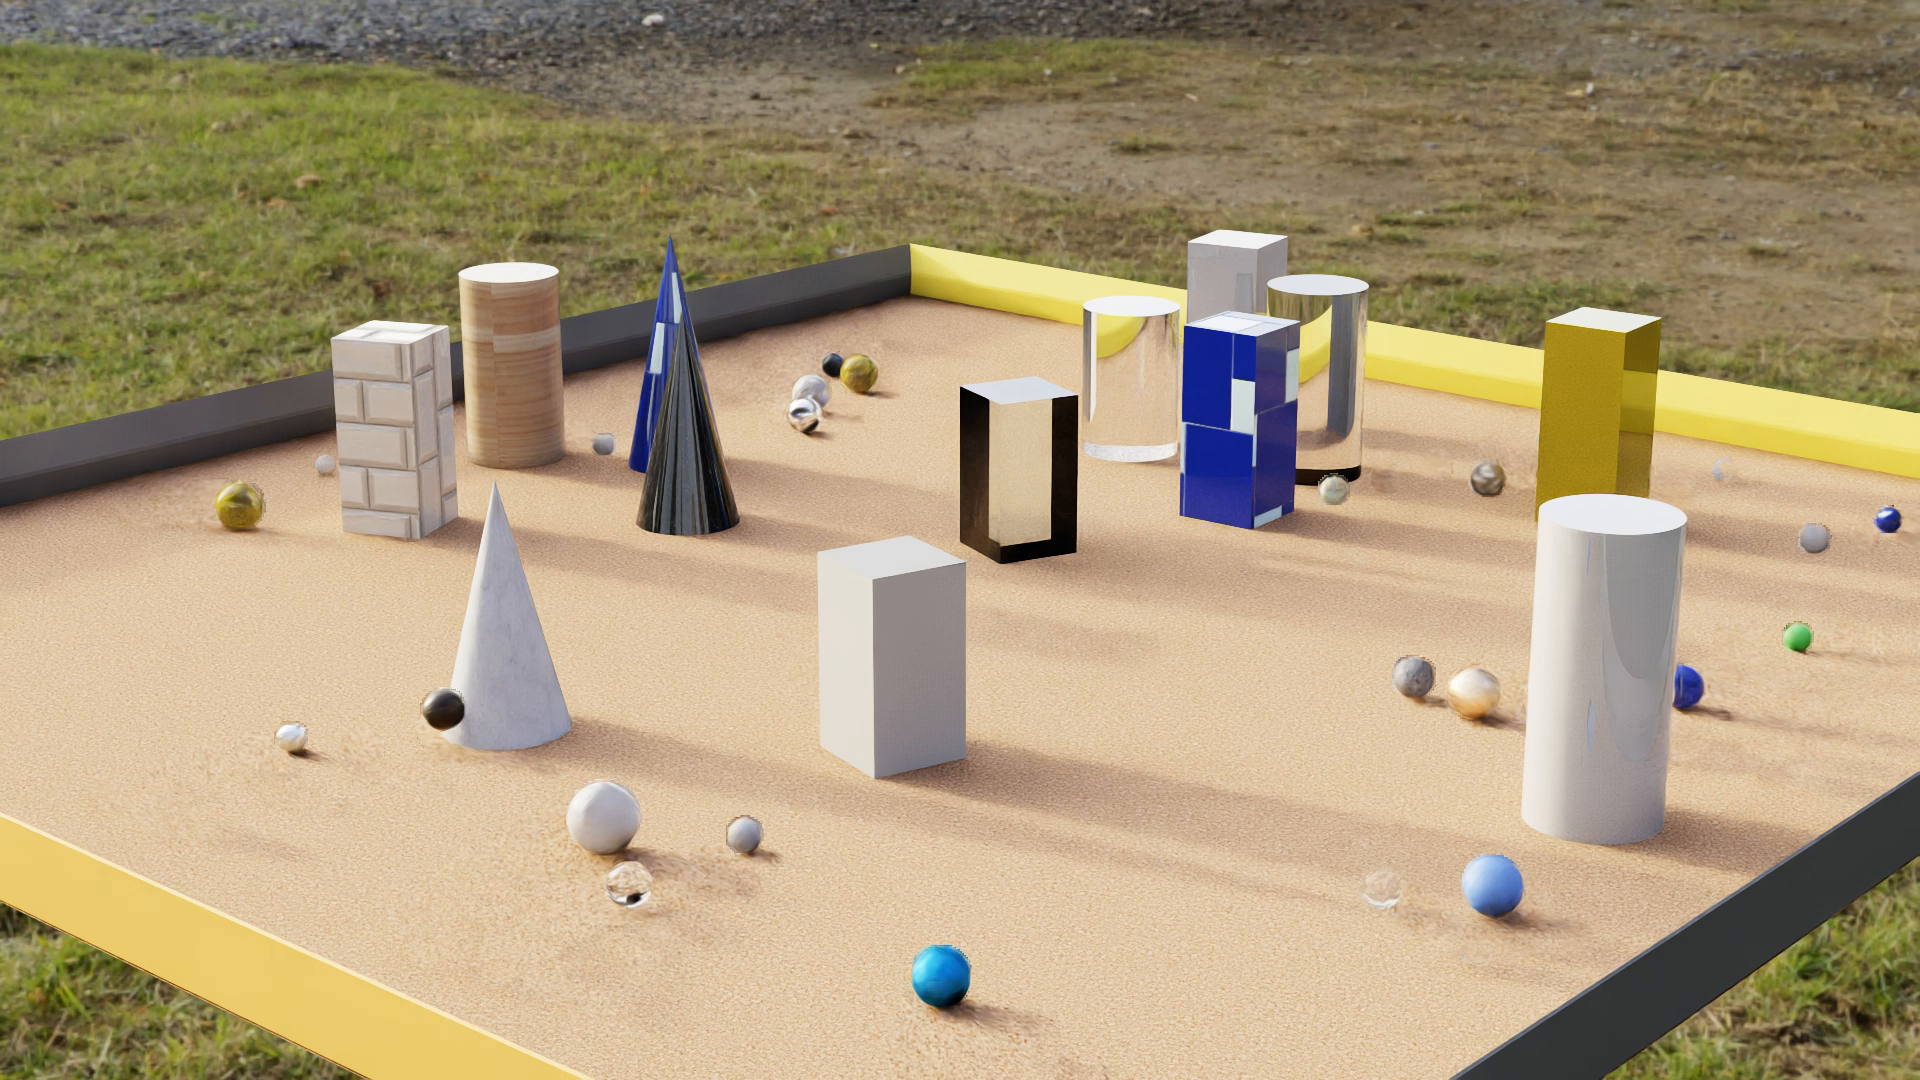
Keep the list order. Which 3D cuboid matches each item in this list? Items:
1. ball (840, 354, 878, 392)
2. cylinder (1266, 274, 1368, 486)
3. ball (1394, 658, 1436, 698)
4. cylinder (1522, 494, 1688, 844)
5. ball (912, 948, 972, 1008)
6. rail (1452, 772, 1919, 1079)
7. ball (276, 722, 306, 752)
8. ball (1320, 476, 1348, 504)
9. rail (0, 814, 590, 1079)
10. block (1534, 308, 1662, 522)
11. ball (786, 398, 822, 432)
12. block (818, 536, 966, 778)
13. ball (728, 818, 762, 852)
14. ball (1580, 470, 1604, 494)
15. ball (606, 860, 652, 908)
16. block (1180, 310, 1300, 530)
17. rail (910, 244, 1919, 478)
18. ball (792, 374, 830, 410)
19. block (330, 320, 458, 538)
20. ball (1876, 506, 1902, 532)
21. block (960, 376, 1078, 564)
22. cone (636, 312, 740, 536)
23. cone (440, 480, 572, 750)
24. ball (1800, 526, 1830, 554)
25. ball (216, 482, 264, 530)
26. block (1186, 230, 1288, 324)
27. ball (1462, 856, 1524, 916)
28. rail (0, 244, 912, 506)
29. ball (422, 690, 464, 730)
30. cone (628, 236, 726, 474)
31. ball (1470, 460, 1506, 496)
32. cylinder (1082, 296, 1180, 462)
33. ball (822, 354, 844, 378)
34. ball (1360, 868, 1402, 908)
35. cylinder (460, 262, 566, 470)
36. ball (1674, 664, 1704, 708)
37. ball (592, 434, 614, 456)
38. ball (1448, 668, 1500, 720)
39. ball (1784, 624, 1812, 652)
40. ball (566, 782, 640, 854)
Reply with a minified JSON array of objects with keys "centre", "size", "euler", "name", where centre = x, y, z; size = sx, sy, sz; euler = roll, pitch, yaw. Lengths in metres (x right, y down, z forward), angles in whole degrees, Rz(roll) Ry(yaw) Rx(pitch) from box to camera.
[{"centre":[-0.224,-0.372,6.542],"size":[0.085,0.085,0.085],"euler":[0,17,0],"name":"ball"},{"centre":[0.707,-0.320,5.850],"size":[0.199,0.385,0.199],"euler":[0,17,0],"name":"cylinder"},{"centre":[0.716,0.217,4.623],"size":[0.064,0.064,0.064],"euler":[0,17,0],"name":"ball"},{"centre":[0.895,0.179,4.086],"size":[0.199,0.448,0.199],"euler":[0,17,0],"name":"cylinder"},{"centre":[-0.023,0.532,3.565],"size":[0.072,0.072,0.072],"euler":[0,17,0],"name":"ball"},{"centre":[1.311,0.361,4.030],"size":[0.045,0.129,3.663],"euler":[14,22,39],"name":"rail"},{"centre":[-1.002,0.296,4.395],"size":[0.045,0.045,0.045],"euler":[0,17,0],"name":"ball"},{"centre":[0.724,-0.096,5.678],"size":[0.055,0.055,0.055],"euler":[0,17,0],"name":"ball"},{"centre":[-1.185,0.426,3.813],"size":[3.520,0.129,0.045],"euler":[14,22,39],"name":"rail"},{"centre":[1.202,-0.225,5.529],"size":[0.159,0.389,0.159],"euler":[12,21,35],"name":"block"},{"centre":[-0.329,-0.264,6.203],"size":[0.075,0.075,0.075],"euler":[0,17,0],"name":"ball"},{"centre":[-0.101,0.171,4.355],"size":[0.159,0.306,0.159],"euler":[-10,20,-31],"name":"block"},{"centre":[-0.296,0.406,4.027],"size":[0.047,0.047,0.047],"euler":[0,17,0],"name":"ball"},{"centre":[1.240,-0.114,5.748],"size":[0.049,0.049,0.049],"euler":[0,17,0],"name":"ball"},{"centre":[-0.434,0.452,3.849],"size":[0.061,0.061,0.061],"euler":[0,17,0],"name":"ball"},{"centre":[0.531,-0.230,5.571],"size":[0.159,0.373,0.159],"euler":[12,21,35],"name":"block"},{"centre":[1.185,-0.361,6.427],"size":[3.520,0.129,0.045],"euler":[14,22,39],"name":"rail"},{"centre":[-0.323,-0.318,6.369],"size":[0.082,0.082,0.082],"euler":[0,17,0],"name":"ball"},{"centre":[-1.059,-0.209,5.503],"size":[0.159,0.372,0.159],"euler":[5,18,17],"name":"block"},{"centre":[1.741,-0.038,5.496],"size":[0.049,0.049,0.049],"euler":[0,17,0],"name":"ball"},{"centre":[0.107,-0.129,5.368],"size":[0.159,0.298,0.159],"euler":[-8,19,-26],"name":"block"},{"centre":[-0.518,-0.233,5.519],"size":[0.199,0.410,0.199],"euler":[0,17,0],"name":"cone"},{"centre":[-0.696,0.097,4.444],"size":[0.199,0.397,0.199],"euler":[0,17,0],"name":"cone"},{"centre":[1.565,-0.001,5.368],"size":[0.052,0.052,0.052],"euler":[0,17,0],"name":"ball"},{"centre":[-1.355,-0.065,5.515],"size":[0.089,0.089,0.089],"euler":[0,17,0],"name":"ball"},{"centre":[0.588,-0.447,6.252],"size":[0.159,0.395,0.159],"euler":[9,19,28],"name":"block"},{"centre":[0.695,0.452,3.820],"size":[0.078,0.078,0.078],"euler":[0,17,0],"name":"ball"},{"centre":[-1.311,-0.296,6.210],"size":[0.045,0.129,3.663],"euler":[14,22,39],"name":"rail"},{"centre":[-0.775,0.255,4.402],"size":[0.062,0.062,0.062],"euler":[0,17,0],"name":"ball"},{"centre":[-0.577,-0.385,5.909],"size":[0.199,0.475,0.199],"euler":[0,17,0],"name":"cone"},{"centre":[1.032,-0.121,5.736],"size":[0.069,0.069,0.069],"euler":[0,17,0],"name":"ball"},{"centre":[0.351,-0.333,6.035],"size":[0.199,0.303,0.199],"euler":[0,17,0],"name":"cylinder"},{"centre":[-0.288,-0.398,6.683],"size":[0.053,0.053,0.053],"euler":[0,17,0],"name":"ball"},{"centre":[0.552,0.457,3.846],"size":[0.052,0.052,0.052],"euler":[0,17,0],"name":"ball"},{"centre":[-0.910,-0.356,5.969],"size":[0.199,0.385,0.199],"euler":[0,17,0],"name":"cylinder"},{"centre":[1.127,0.229,4.575],"size":[0.069,0.069,0.069],"euler":[0,17,0],"name":"ball"},{"centre":[-0.732,-0.194,6.023],"size":[0.045,0.045,0.045],"euler":[0,17,0],"name":"ball"},{"centre":[0.795,0.237,4.530],"size":[0.079,0.079,0.079],"euler":[0,17,0],"name":"ball"},{"centre":[1.383,0.162,4.840],"size":[0.045,0.045,0.045],"euler":[0,17,0],"name":"ball"},{"centre":[-0.489,0.381,4.017],"size":[0.099,0.099,0.099],"euler":[0,17,0],"name":"ball"}]
